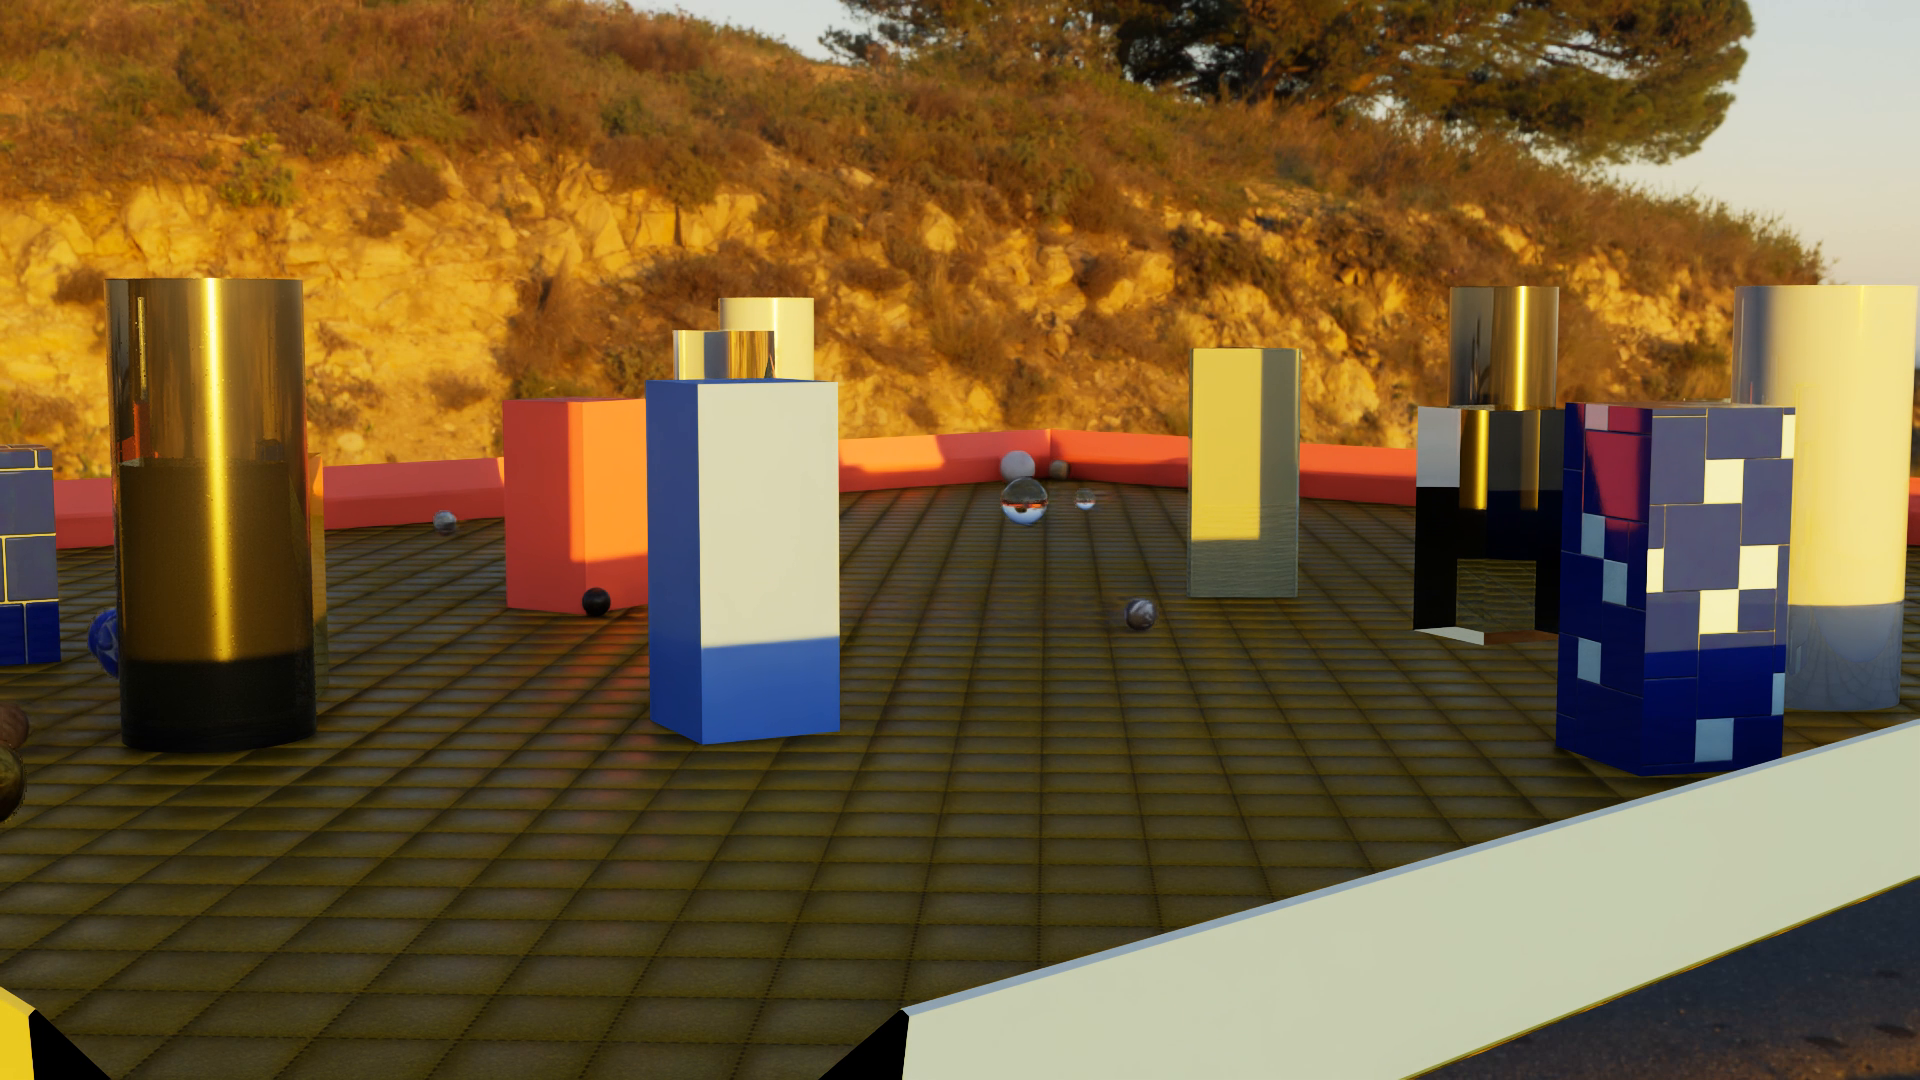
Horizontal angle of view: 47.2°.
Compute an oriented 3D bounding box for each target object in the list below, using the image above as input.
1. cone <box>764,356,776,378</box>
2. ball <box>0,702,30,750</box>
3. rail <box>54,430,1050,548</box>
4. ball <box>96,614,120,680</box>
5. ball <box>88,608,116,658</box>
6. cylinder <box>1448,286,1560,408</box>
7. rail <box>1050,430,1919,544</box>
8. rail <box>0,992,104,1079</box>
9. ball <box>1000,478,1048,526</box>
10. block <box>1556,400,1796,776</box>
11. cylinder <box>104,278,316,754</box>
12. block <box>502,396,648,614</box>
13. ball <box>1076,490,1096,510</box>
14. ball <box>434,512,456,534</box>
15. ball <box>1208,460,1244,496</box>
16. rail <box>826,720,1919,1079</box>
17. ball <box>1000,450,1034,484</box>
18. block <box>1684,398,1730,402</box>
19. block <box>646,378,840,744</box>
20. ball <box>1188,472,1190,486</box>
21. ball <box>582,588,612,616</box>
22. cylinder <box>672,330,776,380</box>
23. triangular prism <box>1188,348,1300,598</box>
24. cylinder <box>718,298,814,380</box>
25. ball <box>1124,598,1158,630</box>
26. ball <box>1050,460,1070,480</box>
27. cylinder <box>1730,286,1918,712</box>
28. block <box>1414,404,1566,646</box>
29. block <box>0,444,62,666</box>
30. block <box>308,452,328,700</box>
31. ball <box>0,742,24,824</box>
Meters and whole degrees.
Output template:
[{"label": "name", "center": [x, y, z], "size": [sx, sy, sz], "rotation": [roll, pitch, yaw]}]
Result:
[{"label": "cone", "center": [-0.265, -0.070, 3.087], "size": [0.194, 0.384, 0.194], "rotation": [0, 6, 0]}, {"label": "ball", "center": [-0.964, 0.189, 2.211], "size": [0.052, 0.052, 0.052], "rotation": [0, 6, 0]}, {"label": "rail", "center": [-1.139, -0.096, 4.559], "size": [3.795, 0.126, 0.045], "rotation": [-5, 8, -42]}, {"label": "ball", "center": [-0.986, 0.126, 2.631], "size": [0.090, 0.090, 0.090], "rotation": [0, 6, 0]}, {"label": "ball", "center": [-1.055, 0.121, 2.757], "size": [0.072, 0.072, 0.072], "rotation": [0, 6, 0]}, {"label": "cylinder", "center": [0.994, -0.221, 4.043], "size": [0.194, 0.485, 0.194], "rotation": [0, 6, 0]}, {"label": "rail", "center": [1.377, -0.100, 4.596], "size": [0.045, 0.126, 3.406], "rotation": [-5, 8, -42]}, {"label": "rail", "center": [-1.377, 0.165, 2.068], "size": [0.045, 0.126, 3.406], "rotation": [-5, 8, -42]}, {"label": "ball", "center": [0.133, -0.079, 4.550], "size": [0.097, 0.097, 0.097], "rotation": [0, 6, 0]}, {"label": "block", "center": [0.705, 0.042, 2.178], "size": [0.155, 0.351, 0.155], "rotation": [-2, 6, -15]}, {"label": "cylinder", "center": [-0.776, -0.032, 2.285], "size": [0.194, 0.475, 0.194], "rotation": [0, 6, 0]}, {"label": "block", "center": [-0.573, -0.056, 3.306], "size": [0.155, 0.310, 0.155], "rotation": [4, 7, 31]}, {"label": "ball", "center": [0.278, -0.088, 4.888], "size": [0.044, 0.044, 0.044], "rotation": [0, 6, 0]}, {"label": "ball", "center": [-1.023, -0.034, 4.375], "size": [0.044, 0.044, 0.044], "rotation": [0, 6, 0]}, {"label": "ball", "center": [0.639, -0.151, 5.284], "size": [0.086, 0.086, 0.086], "rotation": [0, 6, 0]}, {"label": "rail", "center": [1.139, 0.162, 2.105], "size": [3.795, 0.126, 0.045], "rotation": [-5, 8, -42]}, {"label": "ball", "center": [0.145, -0.184, 5.582], "size": [0.090, 0.090, 0.090], "rotation": [0, 6, 0]}, {"label": "block", "center": [1.167, -0.055, 3.301], "size": [0.155, 0.309, 0.155], "rotation": [2, 6, 15]}, {"label": "block", "center": [-0.232, 0.016, 2.341], "size": [0.155, 0.369, 0.155], "rotation": [-3, 7, -28]}, {"label": "ball", "center": [0.587, -0.148, 5.342], "size": [0.069, 0.069, 0.069], "rotation": [0, 6, 0]}, {"label": "ball", "center": [-0.529, 0.090, 3.202], "size": [0.042, 0.042, 0.042], "rotation": [0, 6, 0]}, {"label": "cylinder", "center": [-0.449, -0.198, 4.206], "size": [0.194, 0.405, 0.194], "rotation": [0, 6, 0]}, {"label": "triangular prism", "center": [0.440, -0.110, 3.467], "size": [0.168, 0.384, 0.146], "rotation": [0, 6, 1]}, {"label": "cylinder", "center": [-0.395, -0.261, 4.504], "size": [0.194, 0.467, 0.194], "rotation": [0, 6, 0]}, {"label": "ball", "center": [0.252, 0.103, 3.055], "size": [0.046, 0.046, 0.046], "rotation": [0, 6, 0]}, {"label": "ball", "center": [0.262, -0.184, 5.751], "size": [0.054, 0.054, 0.054], "rotation": [0, 6, 0]}, {"label": "cylinder", "center": [0.980, -0.054, 2.516], "size": [0.194, 0.470, 0.194], "rotation": [0, 6, 0]}, {"label": "block", "center": [0.734, -0.026, 3.010], "size": [0.155, 0.311, 0.155], "rotation": [-3, 7, -24]}, {"label": "block", "center": [-1.245, 0.017, 2.807], "size": [0.155, 0.268, 0.155], "rotation": [-3, 7, -28]}, {"label": "block", "center": [-0.818, 0.043, 2.525], "size": [0.155, 0.276, 0.155], "rotation": [-1, 6, -9]}, {"label": "ball", "center": [-0.844, 0.208, 1.876], "size": [0.084, 0.084, 0.084], "rotation": [0, 6, 0]}]
